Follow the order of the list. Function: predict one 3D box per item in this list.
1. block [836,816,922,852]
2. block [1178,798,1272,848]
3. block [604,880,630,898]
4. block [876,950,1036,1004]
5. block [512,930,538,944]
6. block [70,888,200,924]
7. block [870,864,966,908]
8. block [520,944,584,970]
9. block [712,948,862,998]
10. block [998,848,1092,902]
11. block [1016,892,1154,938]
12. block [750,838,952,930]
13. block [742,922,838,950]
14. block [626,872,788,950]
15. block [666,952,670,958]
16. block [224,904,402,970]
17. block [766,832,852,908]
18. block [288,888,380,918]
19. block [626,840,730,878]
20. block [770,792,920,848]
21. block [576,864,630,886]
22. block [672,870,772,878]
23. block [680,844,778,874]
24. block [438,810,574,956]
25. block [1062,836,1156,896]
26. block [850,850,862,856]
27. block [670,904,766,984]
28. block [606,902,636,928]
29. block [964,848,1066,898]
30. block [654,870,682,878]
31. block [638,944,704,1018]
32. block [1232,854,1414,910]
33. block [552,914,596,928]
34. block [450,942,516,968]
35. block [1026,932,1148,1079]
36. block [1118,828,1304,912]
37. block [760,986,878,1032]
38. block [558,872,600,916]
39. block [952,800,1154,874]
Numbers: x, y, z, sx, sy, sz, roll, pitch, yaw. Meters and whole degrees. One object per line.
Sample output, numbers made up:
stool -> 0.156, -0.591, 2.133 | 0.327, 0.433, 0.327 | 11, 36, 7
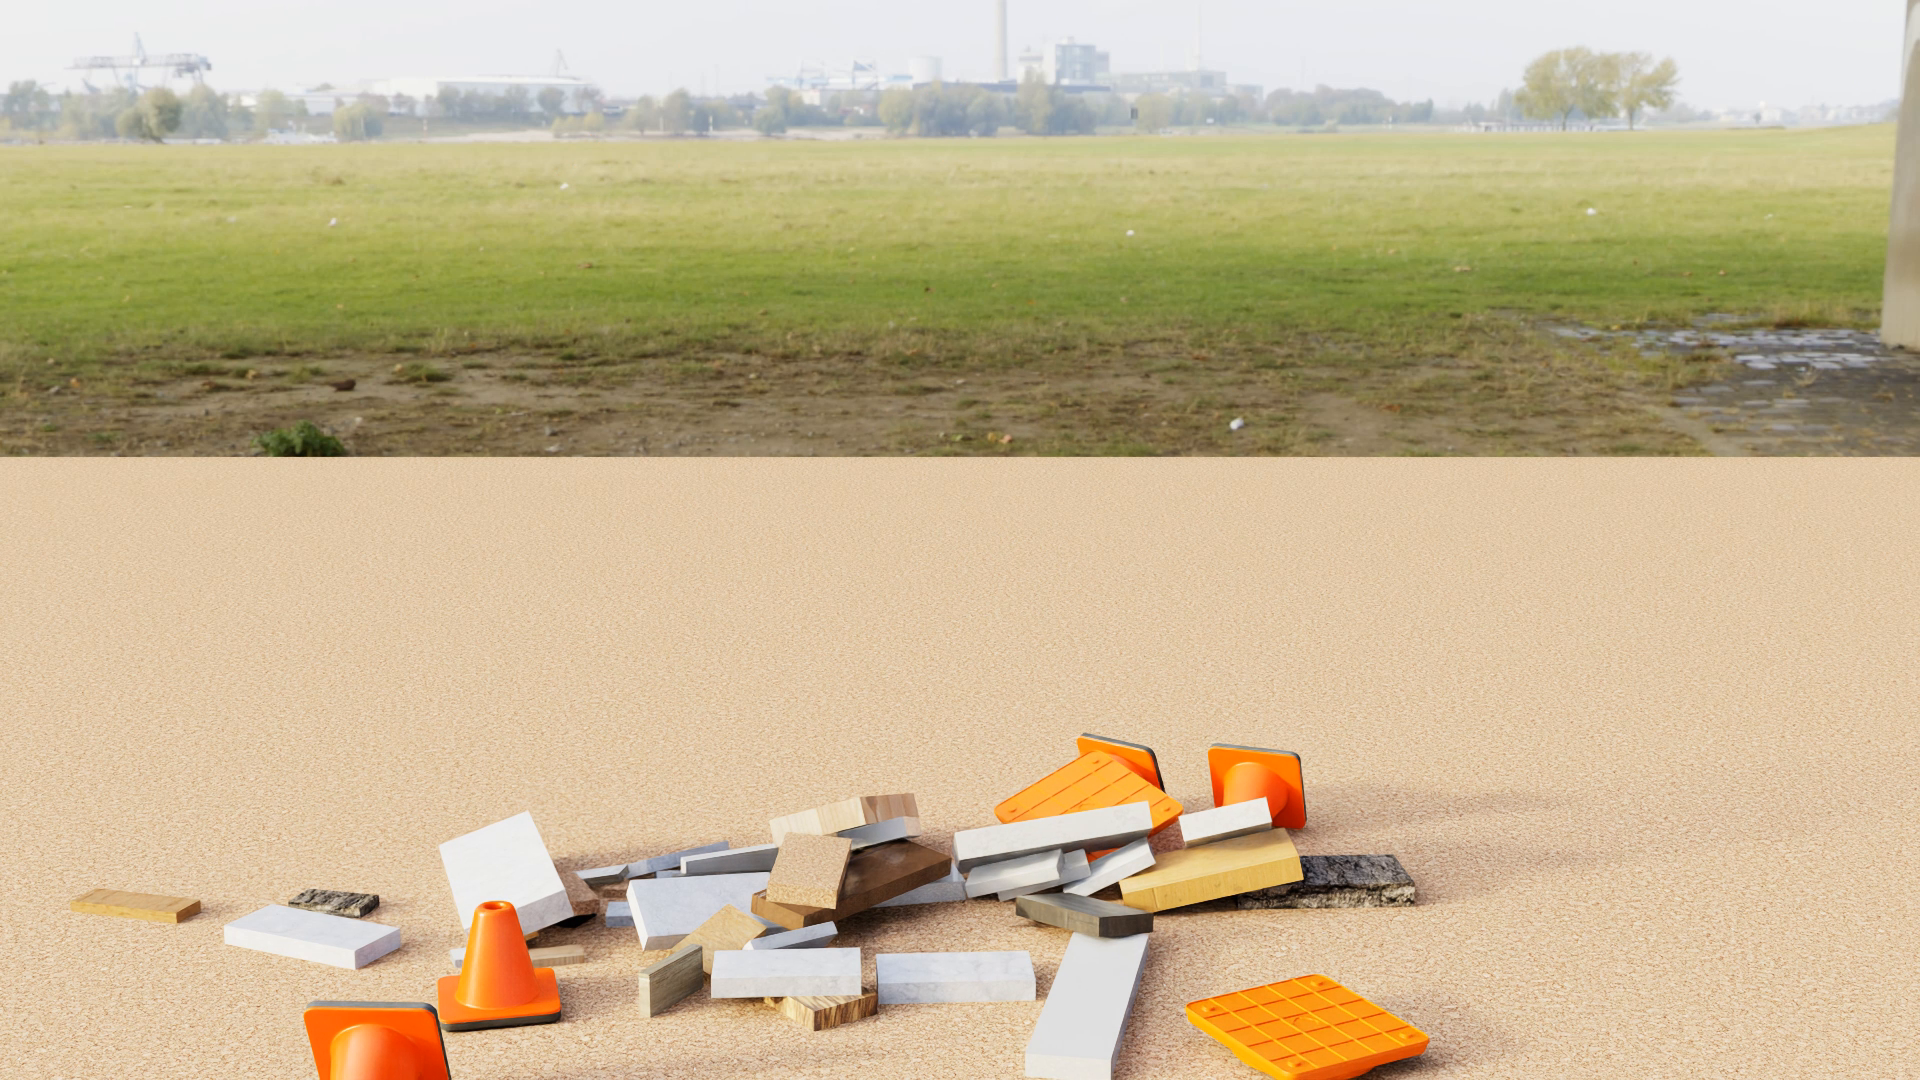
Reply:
block -> -0.136, 0.505, 3.770 | 0.115, 0.033, 0.230 | -14, -9, 3
block -> 0.449, 0.487, 3.711 | 0.145, 0.041, 0.291 | -13, -15, 4
block -> -0.540, 0.582, 3.671 | 0.101, 0.014, 0.050 | 1, 11, 3
block -> -0.008, 0.649, 3.264 | 0.230, 0.033, 0.115 | -1, 11, -3
block -> -0.705, 0.605, 3.477 | 0.064, 0.018, 0.129 | -20, 17, -11
block -> -1.344, 0.596, 3.586 | 0.200, 0.018, 0.064 | 3, 11, 16
block -> -0.116, 0.574, 3.665 | 0.230, 0.033, 0.115 | -3, 11, -14
block -> -0.626, 0.639, 3.371 | 0.094, 0.013, 0.047 | -3, 11, -16
block -> -0.252, 0.630, 3.204 | 0.214, 0.030, 0.107 | -1, 11, -3
block -> 0.137, 0.558, 3.663 | 0.158, 0.022, 0.079 | -16, 11, 1
block -> 0.195, 0.590, 3.468 | 0.108, 0.030, 0.215 | 2, 0, -35
block -> -0.169, 0.551, 3.520 | 0.108, 0.030, 0.367 | 16, 17, 35
block -> -0.266, 0.617, 3.330 | 0.149, 0.021, 0.075 | -6, -31, -37
block -> -0.394, 0.579, 3.437 | 0.230, 0.033, 0.115 | 1, 39, -26
block -> -0.403, 0.643, 3.348 | 0.047, 0.013, 0.094 | -7, 13, -35
block -> -1.011, 0.618, 3.434 | 0.257, 0.030, 0.107 | 5, 12, 25
block -> -0.237, 0.521, 3.483 | 0.108, 0.030, 0.215 | 6, 14, 2
block -> -1.023, 0.594, 3.596 | 0.129, 0.018, 0.064 | 3, 11, 14
block -> -0.483, 0.546, 3.761 | 0.163, 0.023, 0.081 | -8, -9, -38
block -> -0.194, 0.480, 3.778 | 0.162, 0.046, 0.323 | -16, -9, 13
block -> -0.613, 0.567, 3.701 | 0.101, 0.014, 0.050 | -9, 9, 12
block -> -0.342, 0.574, 3.576 | 0.230, 0.033, 0.115 | 2, 11, -27
block -> -0.379, 0.555, 3.634 | 0.163, 0.081, 0.023 | -5, 12, -26
block -> -0.746, 0.552, 3.586 | 0.162, 0.046, 0.467 | -21, 14, -14
block -> 0.246, 0.547, 3.648 | 0.158, 0.022, 0.079 | -26, 10, 5
block -> -0.203, 0.557, 3.589 | 0.075, 0.021, 0.233 | 14, 16, 29
block -> -0.368, 0.613, 3.342 | 0.075, 0.021, 0.149 | 28, 31, 19
block -> -0.464, 0.602, 3.552 | 0.208, 0.019, 0.066 | -1, 11, -4
block -> 0.092, 0.552, 3.642 | 0.157, 0.022, 0.079 | -14, 11, 13
block -> -0.463, 0.565, 3.710 | 0.101, 0.014, 0.050 | 0, -10, -13
block -> -0.421, 0.642, 3.208 | 0.019, 0.066, 0.131 | 6, 12, 28
block -> 0.596, 0.569, 3.667 | 0.291, 0.041, 0.145 | 0, 11, -3
block -> -0.663, 0.600, 3.562 | 0.131, 0.019, 0.066 | 5, 11, 23
block -> -0.732, 0.637, 3.378 | 0.094, 0.013, 0.047 | -4, 11, -21
block -> 0.189, 0.665, 3.176 | 0.115, 0.033, 0.476 | 2, 11, 11
block -> 0.407, 0.546, 3.620 | 0.291, 0.041, 0.145 | -13, 11, 1
block -> -0.226, 0.658, 3.219 | 0.107, 0.030, 0.214 | -8, 13, -36
block -> -0.645, 0.576, 3.573 | 0.081, 0.023, 0.163 | -2, 8, -23
block -> 0.152, 0.500, 3.686 | 0.323, 0.046, 0.162 | -9, -17, -5
